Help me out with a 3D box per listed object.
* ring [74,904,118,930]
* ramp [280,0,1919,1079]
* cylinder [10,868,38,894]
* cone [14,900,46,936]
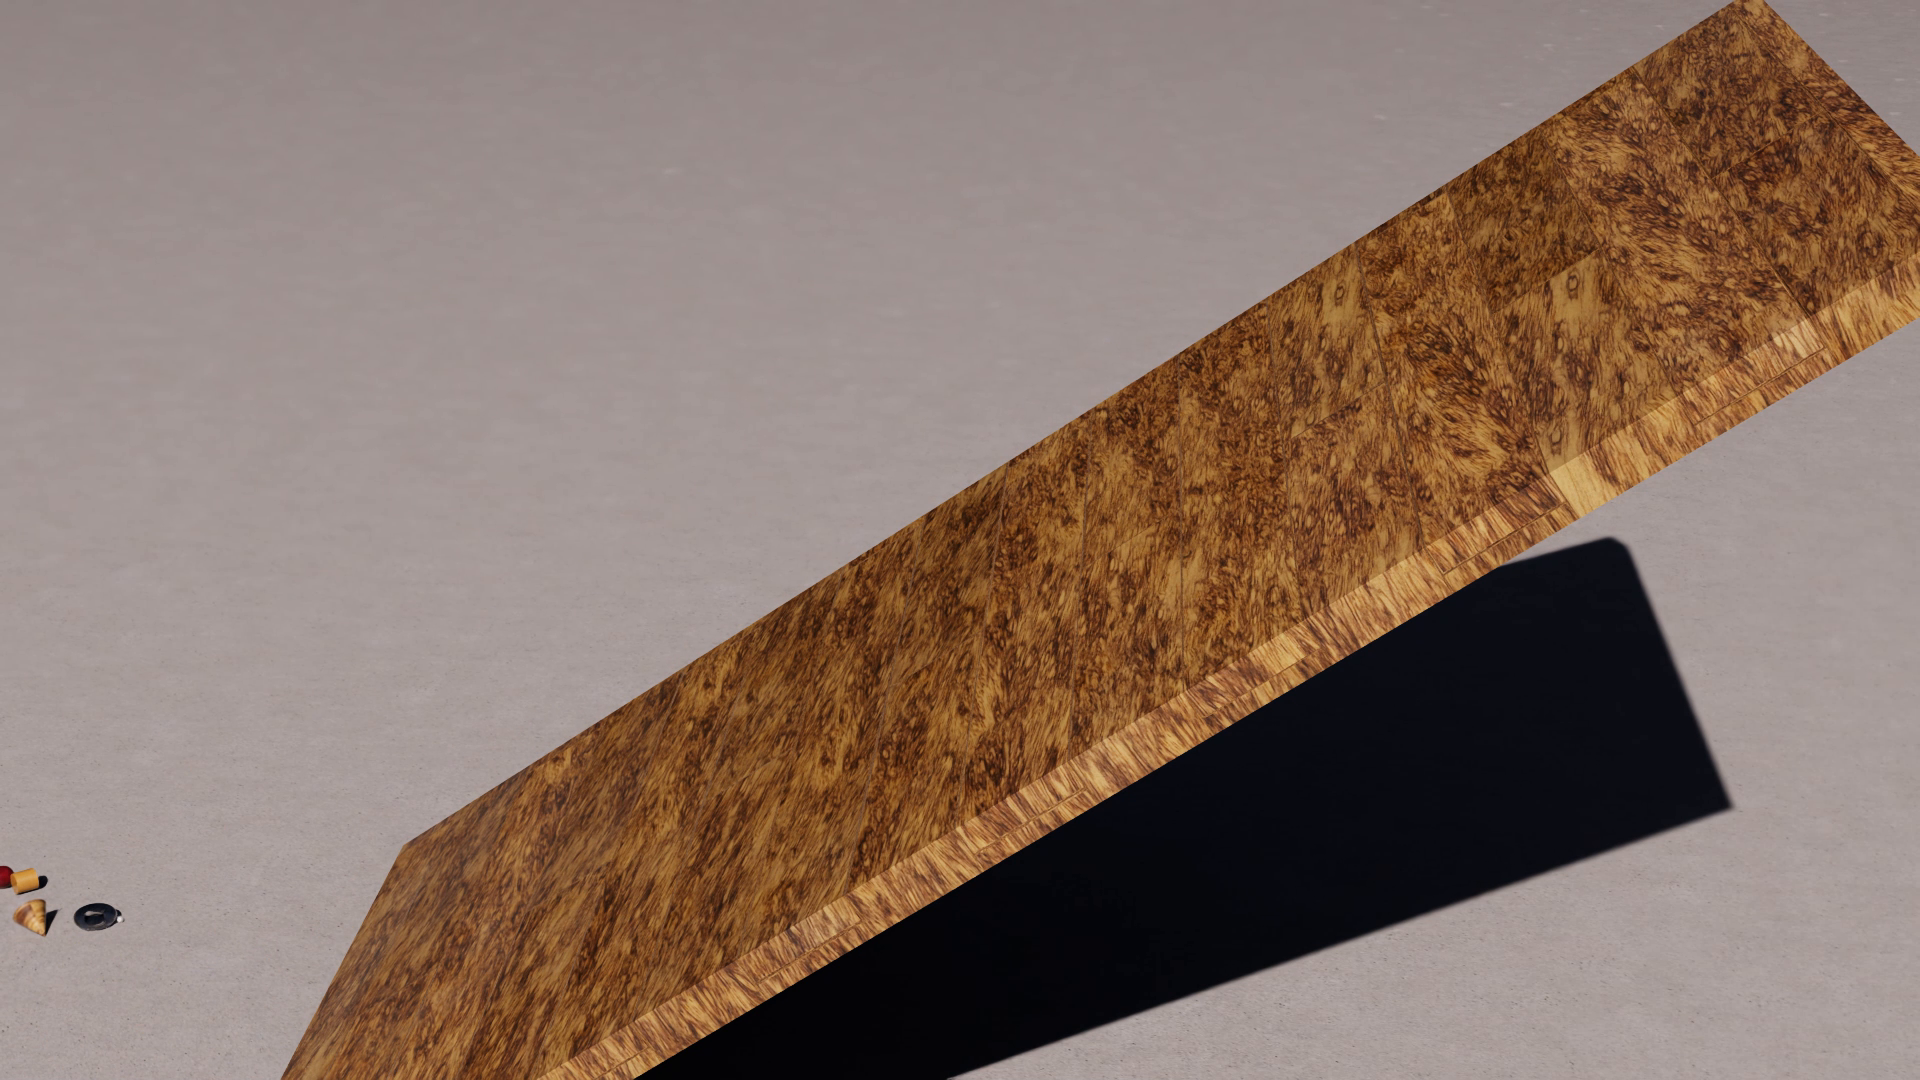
[{"bbox_3d":[-2.207,0.961,7.506,0.108,0.036,0.108,1,20,0],"label":"ring"},{"bbox_3d":[0.136,0.173,6.305,4.000,0.100,2.000,-32,16,15],"label":"ramp"},{"bbox_3d":[-2.437,0.889,7.664,0.055,0.055,0.055,-15,26,-33],"label":"cylinder"},{"bbox_3d":[-2.341,0.975,7.463,0.090,0.090,0.090,-18,54,-38],"label":"cone"}]
